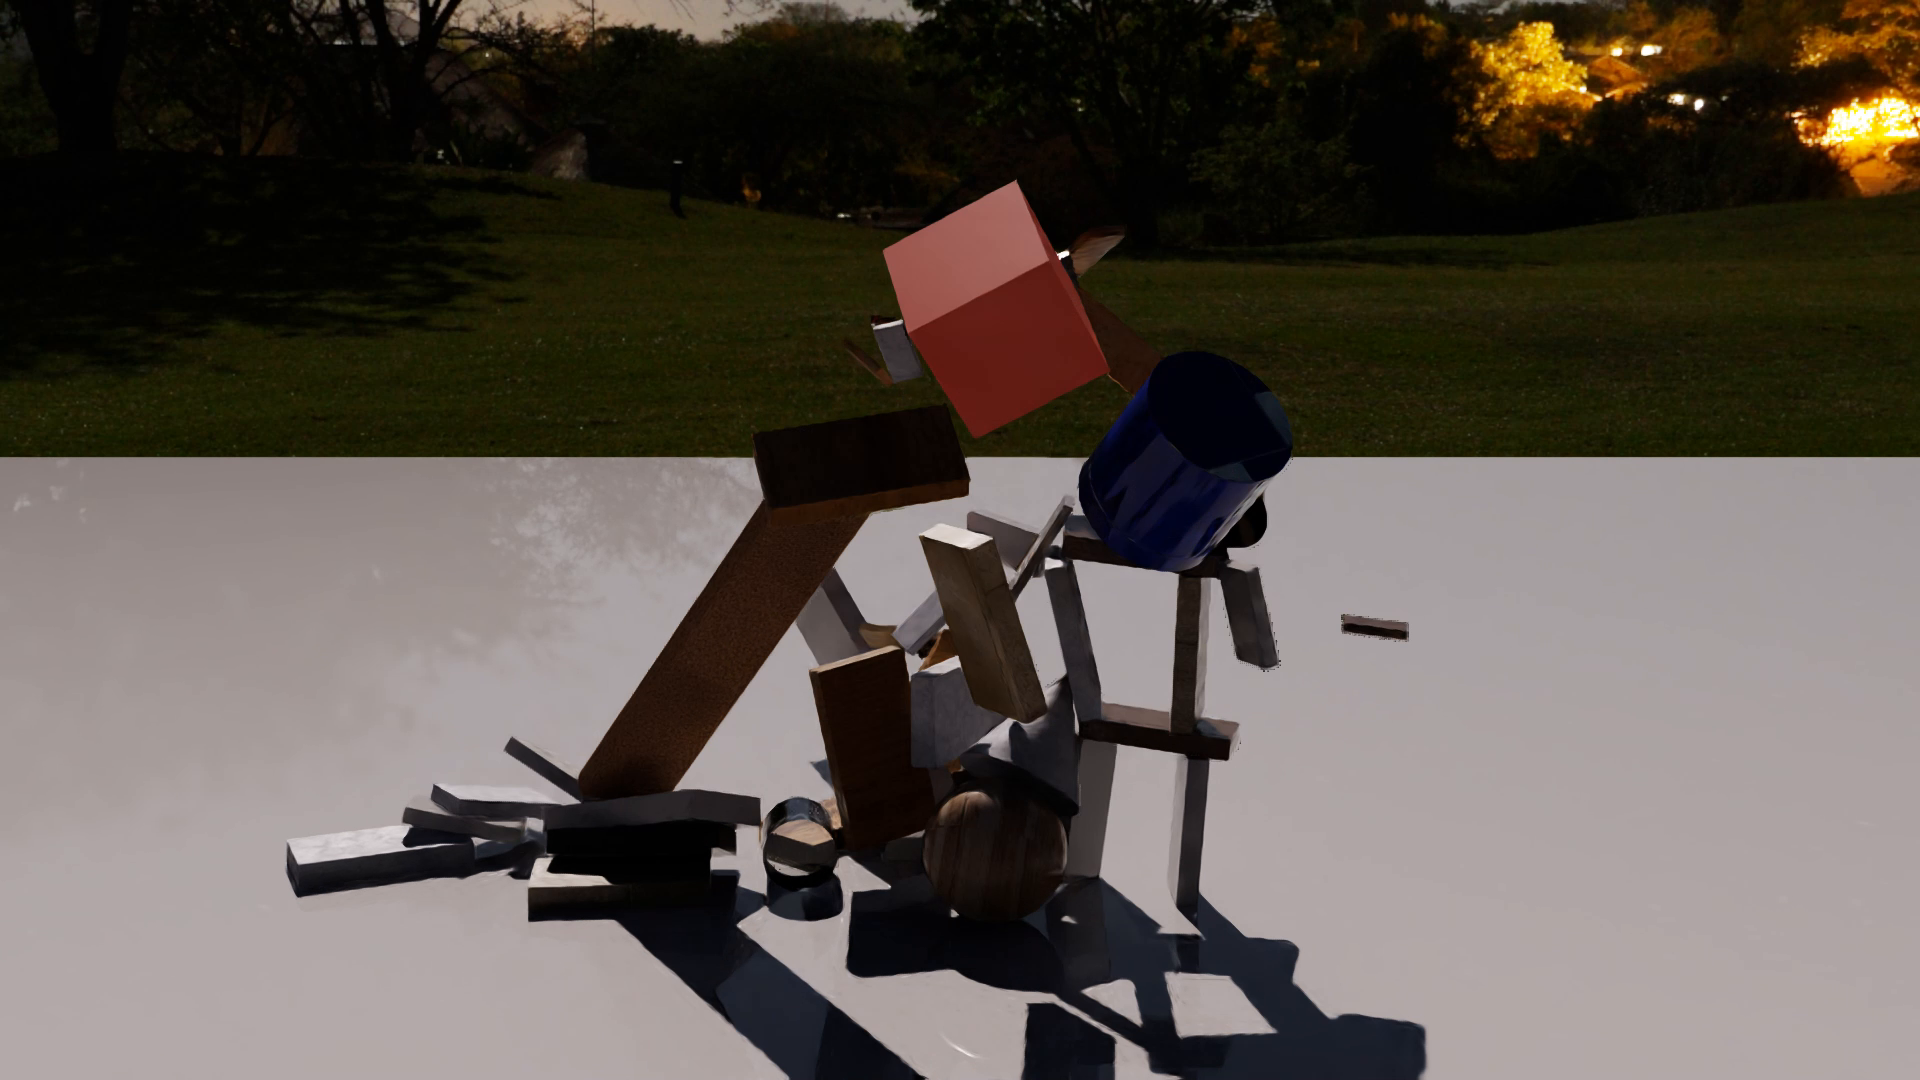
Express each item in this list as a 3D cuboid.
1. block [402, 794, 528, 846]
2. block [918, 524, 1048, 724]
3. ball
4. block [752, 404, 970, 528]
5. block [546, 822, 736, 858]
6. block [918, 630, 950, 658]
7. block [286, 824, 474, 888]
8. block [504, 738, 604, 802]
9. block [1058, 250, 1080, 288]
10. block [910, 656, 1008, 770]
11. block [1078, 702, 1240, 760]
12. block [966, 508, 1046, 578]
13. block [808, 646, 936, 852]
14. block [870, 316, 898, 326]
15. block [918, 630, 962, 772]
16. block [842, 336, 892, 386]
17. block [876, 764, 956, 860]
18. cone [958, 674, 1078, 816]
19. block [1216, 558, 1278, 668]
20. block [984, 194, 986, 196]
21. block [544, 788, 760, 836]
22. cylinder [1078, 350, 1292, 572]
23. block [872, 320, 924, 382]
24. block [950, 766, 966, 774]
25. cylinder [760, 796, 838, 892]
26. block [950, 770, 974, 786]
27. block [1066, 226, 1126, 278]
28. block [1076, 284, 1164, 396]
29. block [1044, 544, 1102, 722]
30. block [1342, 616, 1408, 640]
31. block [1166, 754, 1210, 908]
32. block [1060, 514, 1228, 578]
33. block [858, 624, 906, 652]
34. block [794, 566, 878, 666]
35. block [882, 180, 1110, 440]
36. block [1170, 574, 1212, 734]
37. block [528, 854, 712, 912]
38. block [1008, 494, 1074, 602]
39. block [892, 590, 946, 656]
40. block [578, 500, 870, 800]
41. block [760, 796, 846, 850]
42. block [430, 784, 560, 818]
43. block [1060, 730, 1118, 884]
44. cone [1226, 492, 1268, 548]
[{"bbox_3d":[-0.873,0.494,3.883,0.203,0.029,0.101,12,5,-5],"label":"block"},{"bbox_3d":[0.036,0.130,3.419,0.043,0.303,0.152,-28,23,-26],"label":"block"},{"bbox_3d":[0.056,0.497,3.531,0.234,0.234,0.234,0,11,0],"label":"ball"},{"bbox_3d":[-0.151,-0.114,3.327,0.303,0.043,0.152,-9,52,-11],"label":"block"},{"bbox_3d":[-0.540,0.516,3.748,0.294,0.042,0.147,-3,-14,5],"label":"block"},{"bbox_3d":[-0.029,0.198,4.238,0.113,0.057,0.016,-10,50,14],"label":"block"},{"bbox_3d":[-1.006,0.542,3.816,0.294,0.042,0.147,-5,12,-24],"label":"block"},{"bbox_3d":[-0.707,0.417,3.908,0.203,0.029,0.101,27,-4,31],"label":"block"},{"bbox_3d":[0.130,-0.413,3.565,0.124,0.062,0.018,-28,32,-15],"label":"block"},{"bbox_3d":[0.012,0.280,3.803,0.044,0.157,0.314,5,11,28],"label":"block"},{"bbox_3d":[0.331,0.316,3.648,0.249,0.035,0.125,8,10,13],"label":"block"},{"bbox_3d":[0.082,0.004,3.876,0.162,0.081,0.023,20,27,35],"label":"block"},{"bbox_3d":[-0.144,0.351,3.715,0.157,0.314,0.044,-15,10,-23],"label":"block"},{"bbox_3d":[-0.111,-0.332,3.389,0.046,0.013,0.092,8,1,3],"label":"block"},{"bbox_3d":[-0.019,0.303,4.075,0.157,0.314,0.044,24,46,-6],"label":"block"},{"bbox_3d":[-0.145,-0.278,3.428,0.092,0.013,0.046,42,-3,32],"label":"block"},{"bbox_3d":[-0.103,0.439,3.929,0.172,0.049,0.344,1,32,-23],"label":"block"},{"bbox_3d":[0.140,0.307,3.618,0.216,0.216,0.216,23,-19,9],"label":"cone"},{"bbox_3d":[0.447,0.114,3.420,0.023,0.162,0.081,-21,17,-23],"label":"block"},{"bbox_3d":[0.044,-0.499,3.375,0.046,0.013,0.092,-4,43,31],"label":"block"},{"bbox_3d":[-0.530,0.475,3.773,0.344,0.049,0.172,-11,-17,34],"label":"block"},{"bbox_3d":[0.338,-0.117,3.325,0.240,0.240,0.240,-6,-30,-31],"label":"cylinder"},{"bbox_3d":[-0.090,-0.276,3.219,0.046,0.092,0.013,-10,33,19],"label":"block"},{"bbox_3d":[-0.067,0.450,4.318,0.274,0.039,0.137,-3,11,-17],"label":"block"},{"bbox_3d":[-0.273,0.515,3.728,0.125,0.125,0.125,-2,16,-9],"label":"cylinder"},{"bbox_3d":[-0.039,0.489,3.969,0.274,0.039,0.137,-8,36,-37],"label":"block"},{"bbox_3d":[0.189,-0.471,3.780,0.062,0.018,0.353,-6,-10,-19],"label":"block"},{"bbox_3d":[0.275,-0.305,3.666,0.434,0.081,0.023,39,0,-9],"label":"block"},{"bbox_3d":[0.185,0.150,3.584,0.037,0.264,0.132,-11,15,7],"label":"block"},{"bbox_3d":[0.599,0.127,3.177,0.092,0.013,0.046,8,12,9],"label":"block"},{"bbox_3d":[0.377,0.467,3.641,0.035,0.249,0.125,3,10,-2],"label":"block"},{"bbox_3d":[0.298,0.010,3.562,0.264,0.037,0.132,8,16,2],"label":"block"},{"bbox_3d":[-0.140,0.191,4.305,0.113,0.057,0.016,4,50,34],"label":"block"},{"bbox_3d":[-0.227,0.240,4.517,0.049,0.172,0.367,-14,57,-30],"label":"block"},{"bbox_3d":[0.050,-0.326,3.110,0.215,0.215,0.215,-27,40,8],"label":"block"},{"bbox_3d":[0.378,0.170,3.594,0.037,0.264,0.132,5,15,13],"label":"block"},{"bbox_3d":[-0.564,0.570,3.663,0.294,0.042,0.147,-1,11,-5],"label":"block"},{"bbox_3d":[0.116,0.040,3.622,0.016,0.256,0.057,29,19,-7],"label":"block"},{"bbox_3d":[-0.055,0.135,3.719,0.018,0.124,0.062,46,-2,-36],"label":"block"},{"bbox_3d":[-0.385,0.161,3.627,0.152,0.823,0.043,15,38,-31],"label":"block"},{"bbox_3d":[-0.217,0.510,3.991,0.137,0.039,0.274,9,14,41],"label":"block"},{"bbox_3d":[-0.832,0.469,3.940,0.203,0.029,0.101,9,5,-42],"label":"block"},{"bbox_3d":[0.206,0.446,3.705,0.035,0.249,0.125,10,4,33],"label":"block"},{"bbox_3d":[0.482,-0.079,3.703,0.137,0.137,0.137,7,31,32],"label":"cone"}]
